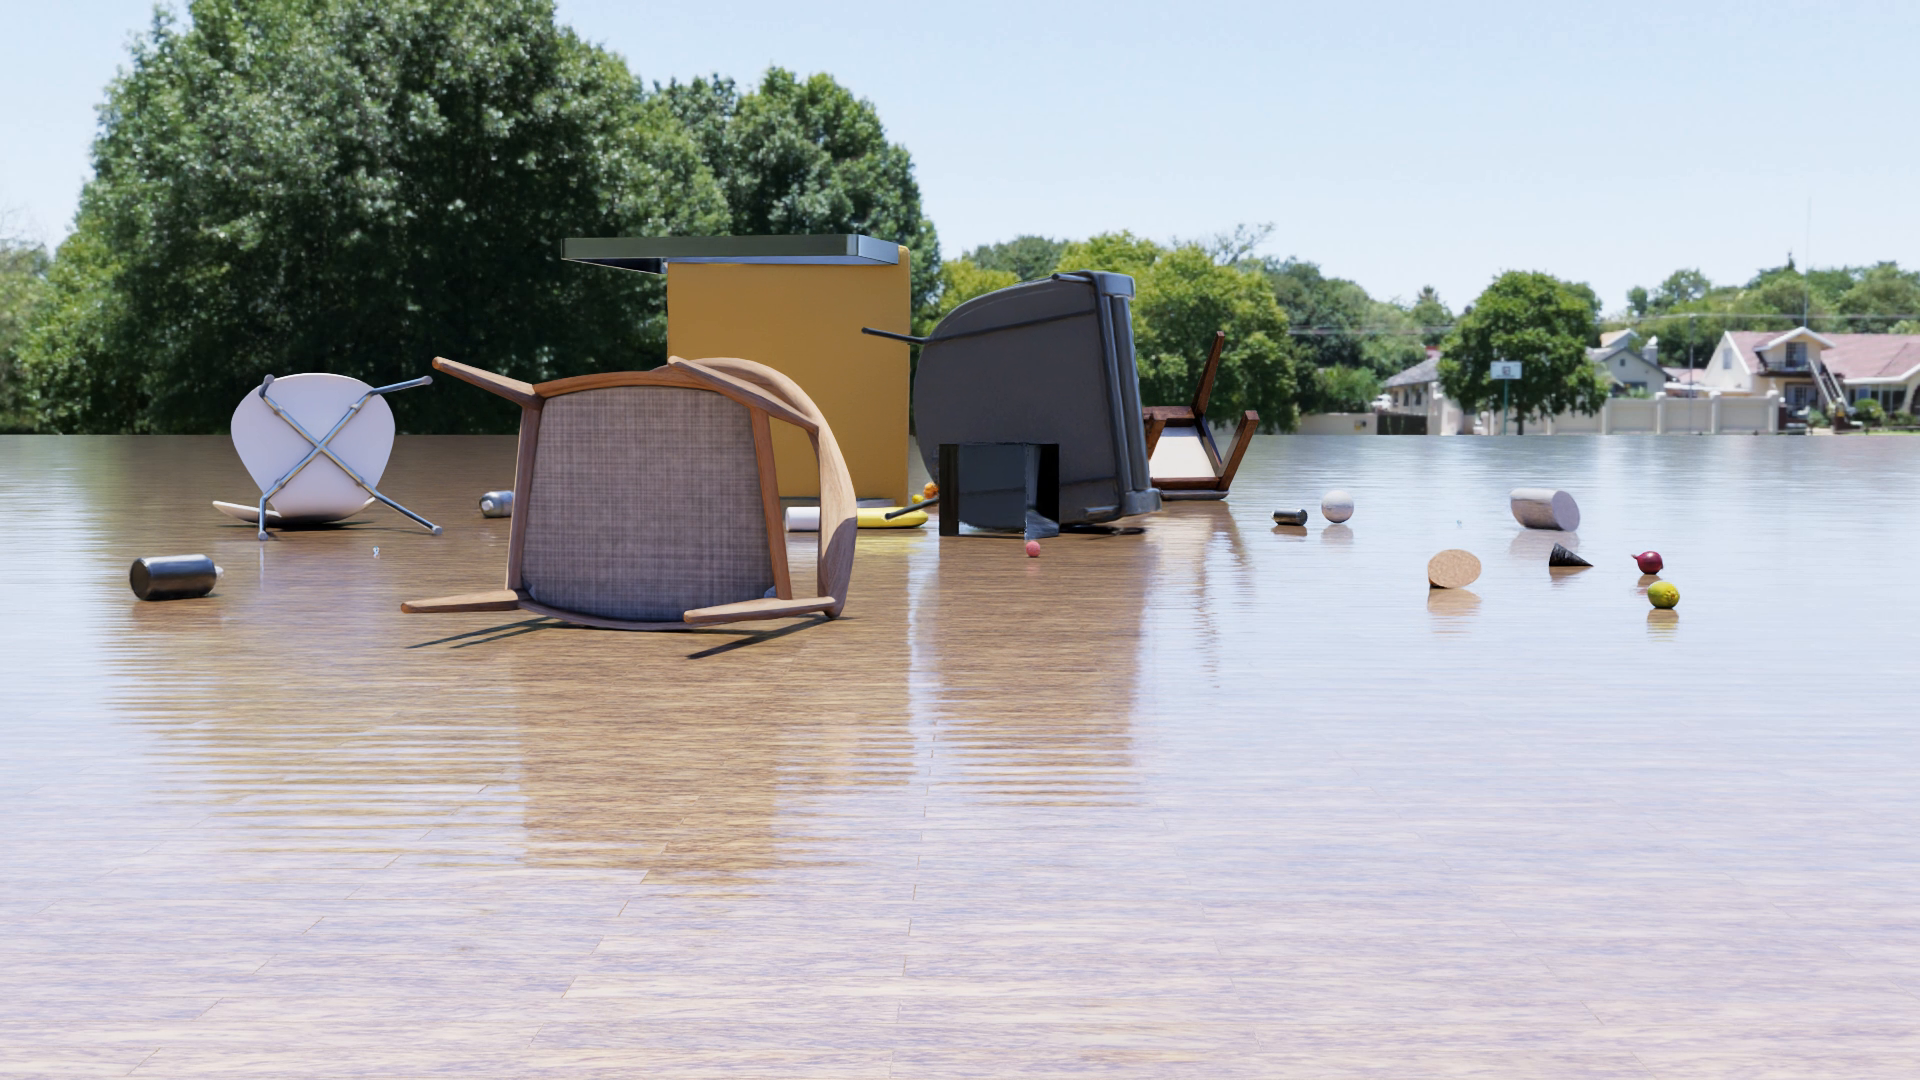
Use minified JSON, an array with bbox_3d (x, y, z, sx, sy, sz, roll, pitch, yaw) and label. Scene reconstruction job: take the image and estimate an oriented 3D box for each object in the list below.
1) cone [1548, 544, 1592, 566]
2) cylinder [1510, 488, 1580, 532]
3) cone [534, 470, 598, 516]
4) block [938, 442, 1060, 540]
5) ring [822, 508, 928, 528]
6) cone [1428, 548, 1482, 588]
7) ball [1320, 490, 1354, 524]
[{"bbox_3d":[1.559,0.051,5.589,0.108,0.061,0.107,18,8,18],"label":"cone"},{"bbox_3d":[1.860,-0.096,6.998,0.094,0.145,0.201,-39,18,-18],"label":"cylinder"},{"bbox_3d":[-1.366,-0.132,7.871,0.255,0.160,0.187,-25,-39,33],"label":"cone"},{"bbox_3d":[0.119,-0.153,6.726,0.305,0.281,0.205,2,5,32],"label":"block"},{"bbox_3d":[-0.278,-0.071,7.149,0.352,0.060,0.218,0,3,3],"label":"ring"},{"bbox_3d":[1.101,0.083,5.023,0.162,0.094,0.095,-12,-18,-31],"label":"cone"},{"bbox_3d":[1.263,-0.111,7.351,0.112,0.112,0.112,0,4,0],"label":"ball"}]
